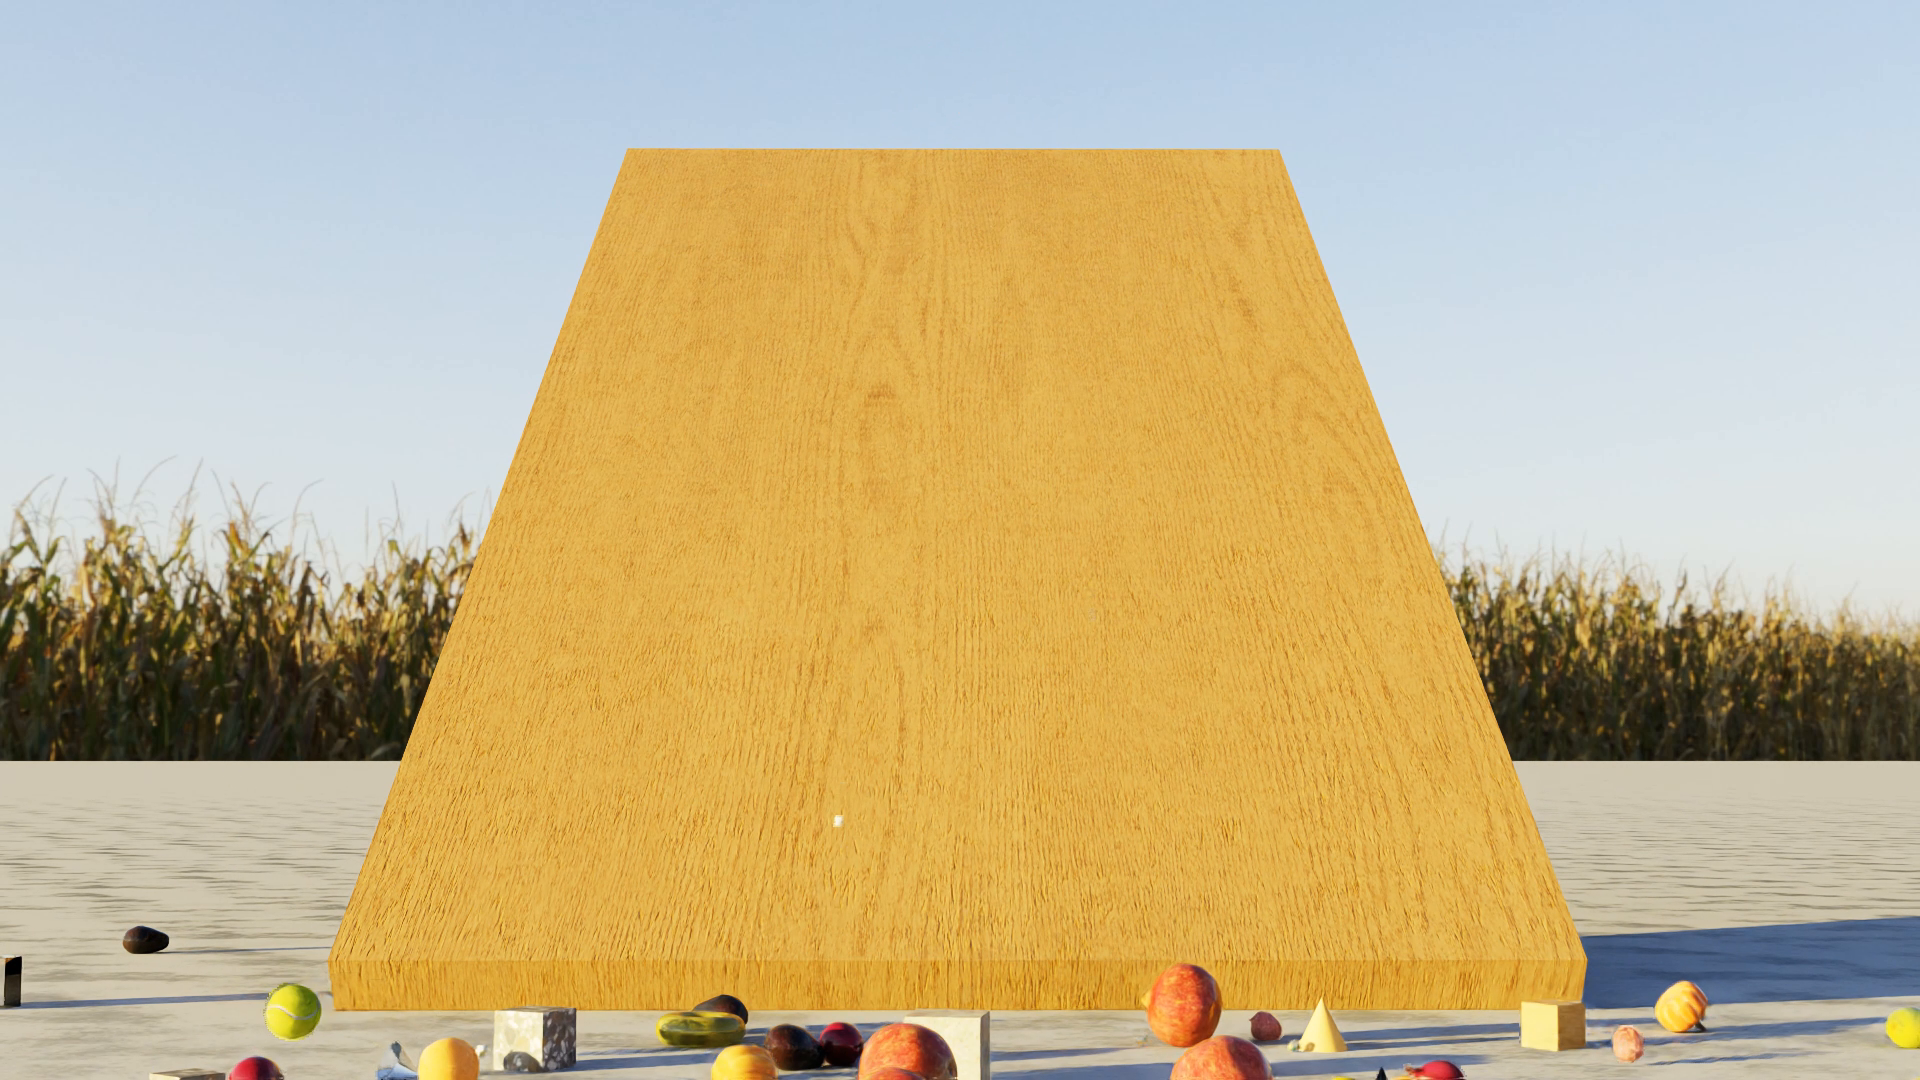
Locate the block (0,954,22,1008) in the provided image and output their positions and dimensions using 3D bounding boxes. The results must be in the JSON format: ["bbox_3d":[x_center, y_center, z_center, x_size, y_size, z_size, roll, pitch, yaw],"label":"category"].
[{"bbox_3d":[-1.587,0.719,3.877,0.081,0.081,0.081,-3,-6,34],"label":"block"}]

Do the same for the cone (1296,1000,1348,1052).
[{"bbox_3d":[0.505,0.674,3.326,0.072,0.072,0.072,0,-5,0],"label":"cone"}]

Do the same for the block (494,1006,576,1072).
[{"bbox_3d":[-0.557,0.654,3.130,0.076,0.076,0.076,-2,-6,26],"label":"block"}]

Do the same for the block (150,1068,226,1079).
[{"bbox_3d":[-0.854,0.619,2.635,0.058,0.058,0.058,-4,-7,40],"label":"block"}]

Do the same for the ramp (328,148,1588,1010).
[{"bbox_3d":[-0.011,-0.223,5.575,2.000,0.100,4.000,0,28,0],"label":"ramp"}]

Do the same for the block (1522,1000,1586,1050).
[{"bbox_3d":[0.834,0.681,3.348,0.062,0.062,0.062,4,-7,-38],"label":"block"}]

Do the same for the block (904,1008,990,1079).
[{"bbox_3d":[-0.015,0.627,2.922,0.093,0.093,0.093,-1,-5,8],"label":"block"}]

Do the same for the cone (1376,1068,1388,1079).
[{"bbox_3d":[0.463,0.612,2.617,0.067,0.067,0.067,0,-5,0],"label":"cone"}]

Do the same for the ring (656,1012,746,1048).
[{"bbox_3d":[-0.368,0.694,3.381,0.128,0.043,0.128,1,-6,0],"label":"ring"}]
